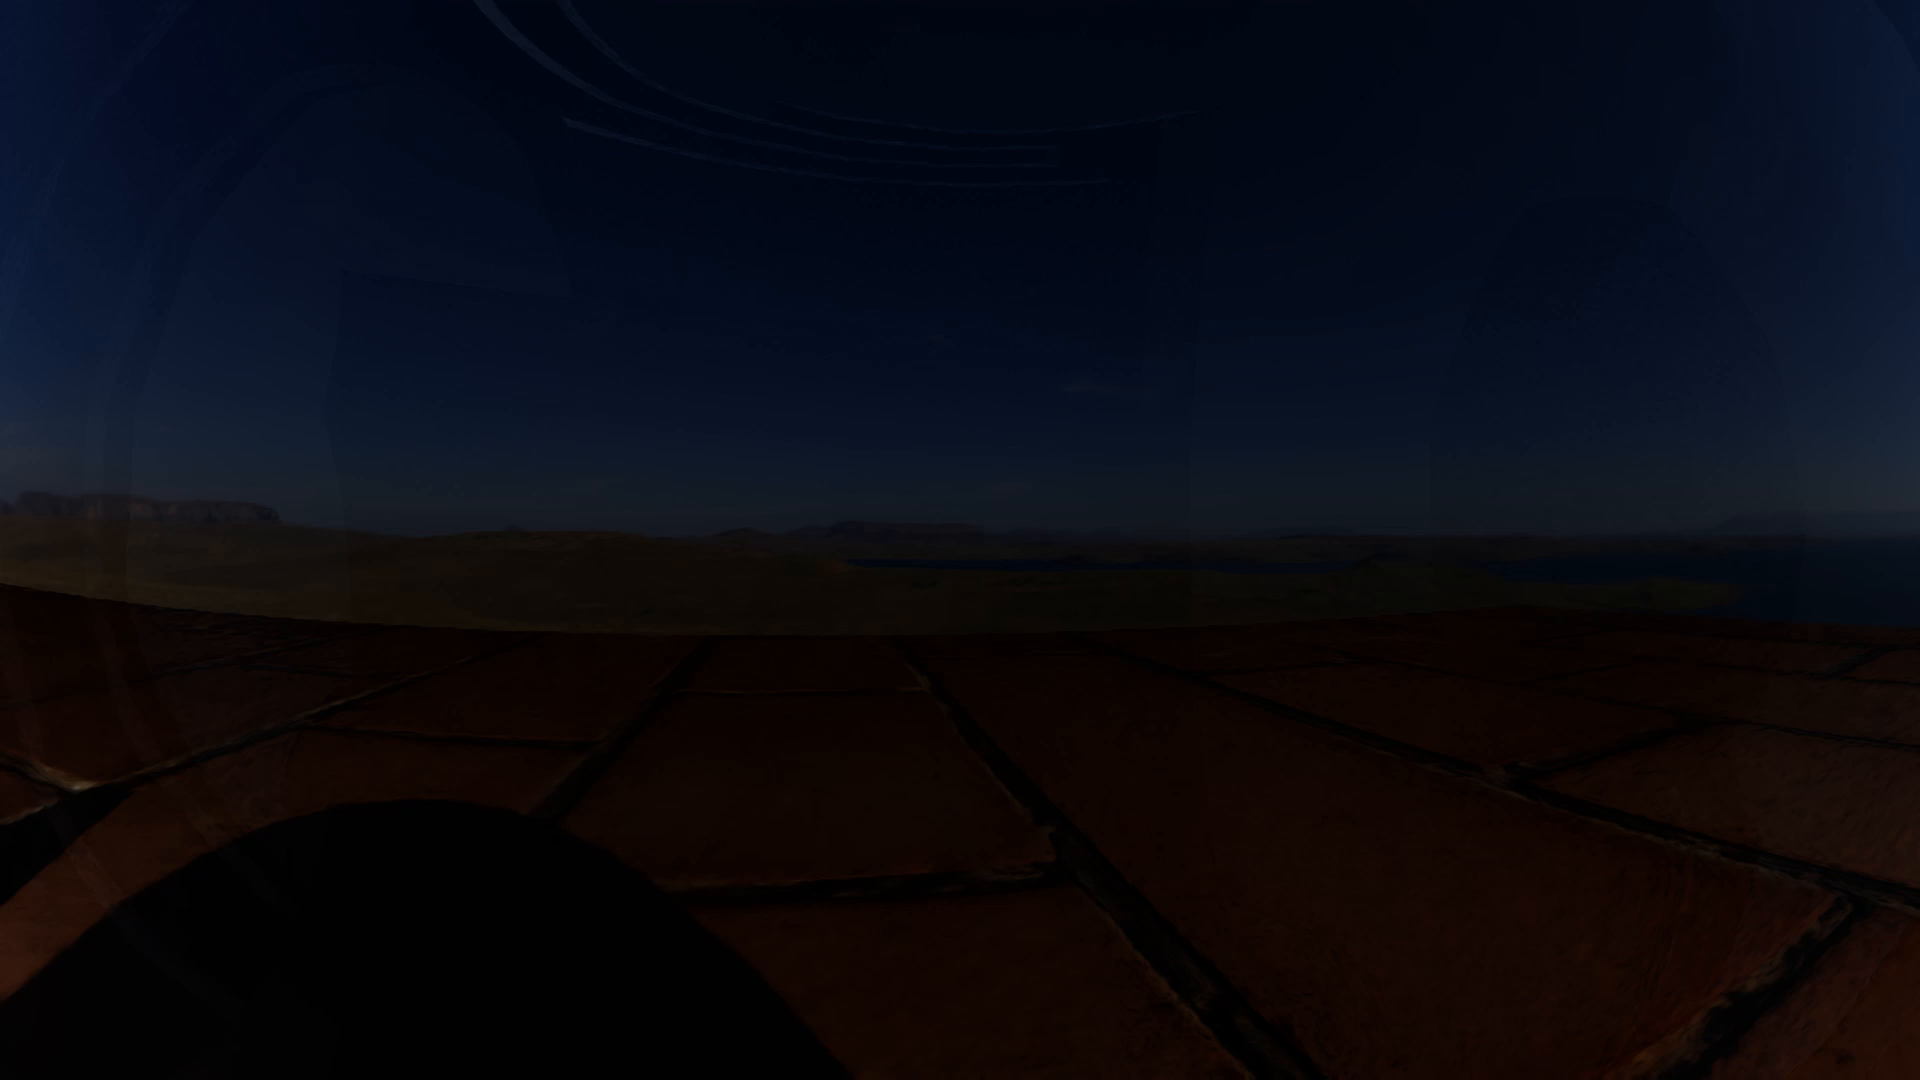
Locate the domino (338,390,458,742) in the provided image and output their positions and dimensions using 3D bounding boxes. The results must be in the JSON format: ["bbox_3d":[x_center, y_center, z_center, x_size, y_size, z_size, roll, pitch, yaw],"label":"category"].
[{"bbox_3d":[-0.085,0.003,0.195,0.009,0.050,0.025,-1,4,-9],"label":"domino"}]

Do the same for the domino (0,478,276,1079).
[{"bbox_3d":[-0.053,0.017,0.074,0.010,0.025,0.050,-21,27,-13],"label":"domino"}]

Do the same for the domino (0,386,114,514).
[{"bbox_3d":[-0.128,0.004,0.183,0.009,0.050,0.025,-2,5,-24],"label":"domino"}]

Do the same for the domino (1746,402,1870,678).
[{"bbox_3d":[0.153,0.000,0.240,0.025,0.050,0.010,2,5,25],"label":"domino"}]

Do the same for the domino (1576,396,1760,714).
[{"bbox_3d":[0.117,0.001,0.214,0.009,0.050,0.025,-2,5,-20],"label":"domino"}]

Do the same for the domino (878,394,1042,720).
[{"bbox_3d":[0.000,0.002,0.201,0.025,0.050,0.010,0,4,0],"label":"domino"}]

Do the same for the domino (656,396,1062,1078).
[{"bbox_3d":[-0.008,0.012,0.096,0.025,0.050,0.009,0,-32,-6],"label":"domino"}]

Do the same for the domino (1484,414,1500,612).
[{"bbox_3d":[0.124,-0.006,0.321,0.025,0.050,0.010,-4,6,-44],"label":"domino"}]

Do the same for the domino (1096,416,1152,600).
[{"bbox_3d":[0.046,-0.009,0.360,0.010,0.050,0.025,0,4,-6],"label":"domino"}]

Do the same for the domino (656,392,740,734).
[{"bbox_3d":[-0.040,0.003,0.199,0.010,0.050,0.025,0,4,-2],"label":"domino"}]

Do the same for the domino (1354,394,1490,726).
[{"bbox_3d":[0.073,0.002,0.205,0.010,0.050,0.025,0,4,-5],"label":"domino"}]

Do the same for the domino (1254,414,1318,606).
[{"bbox_3d":[0.089,-0.009,0.348,0.010,0.050,0.025,2,5,30],"label":"domino"}]

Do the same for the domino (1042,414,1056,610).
[{"bbox_3d":[0.011,-0.008,0.334,0.025,0.050,0.009,2,5,24],"label":"domino"}]

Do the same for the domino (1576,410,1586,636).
[{"bbox_3d":[0.150,-0.004,0.284,0.025,0.050,0.010,-2,5,-24],"label":"domino"}]

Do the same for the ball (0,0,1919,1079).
[{"bbox_3d":[0.002,-0.001,0.053,0.080,0.080,0.080,0,4,0],"label":"ball"}]
